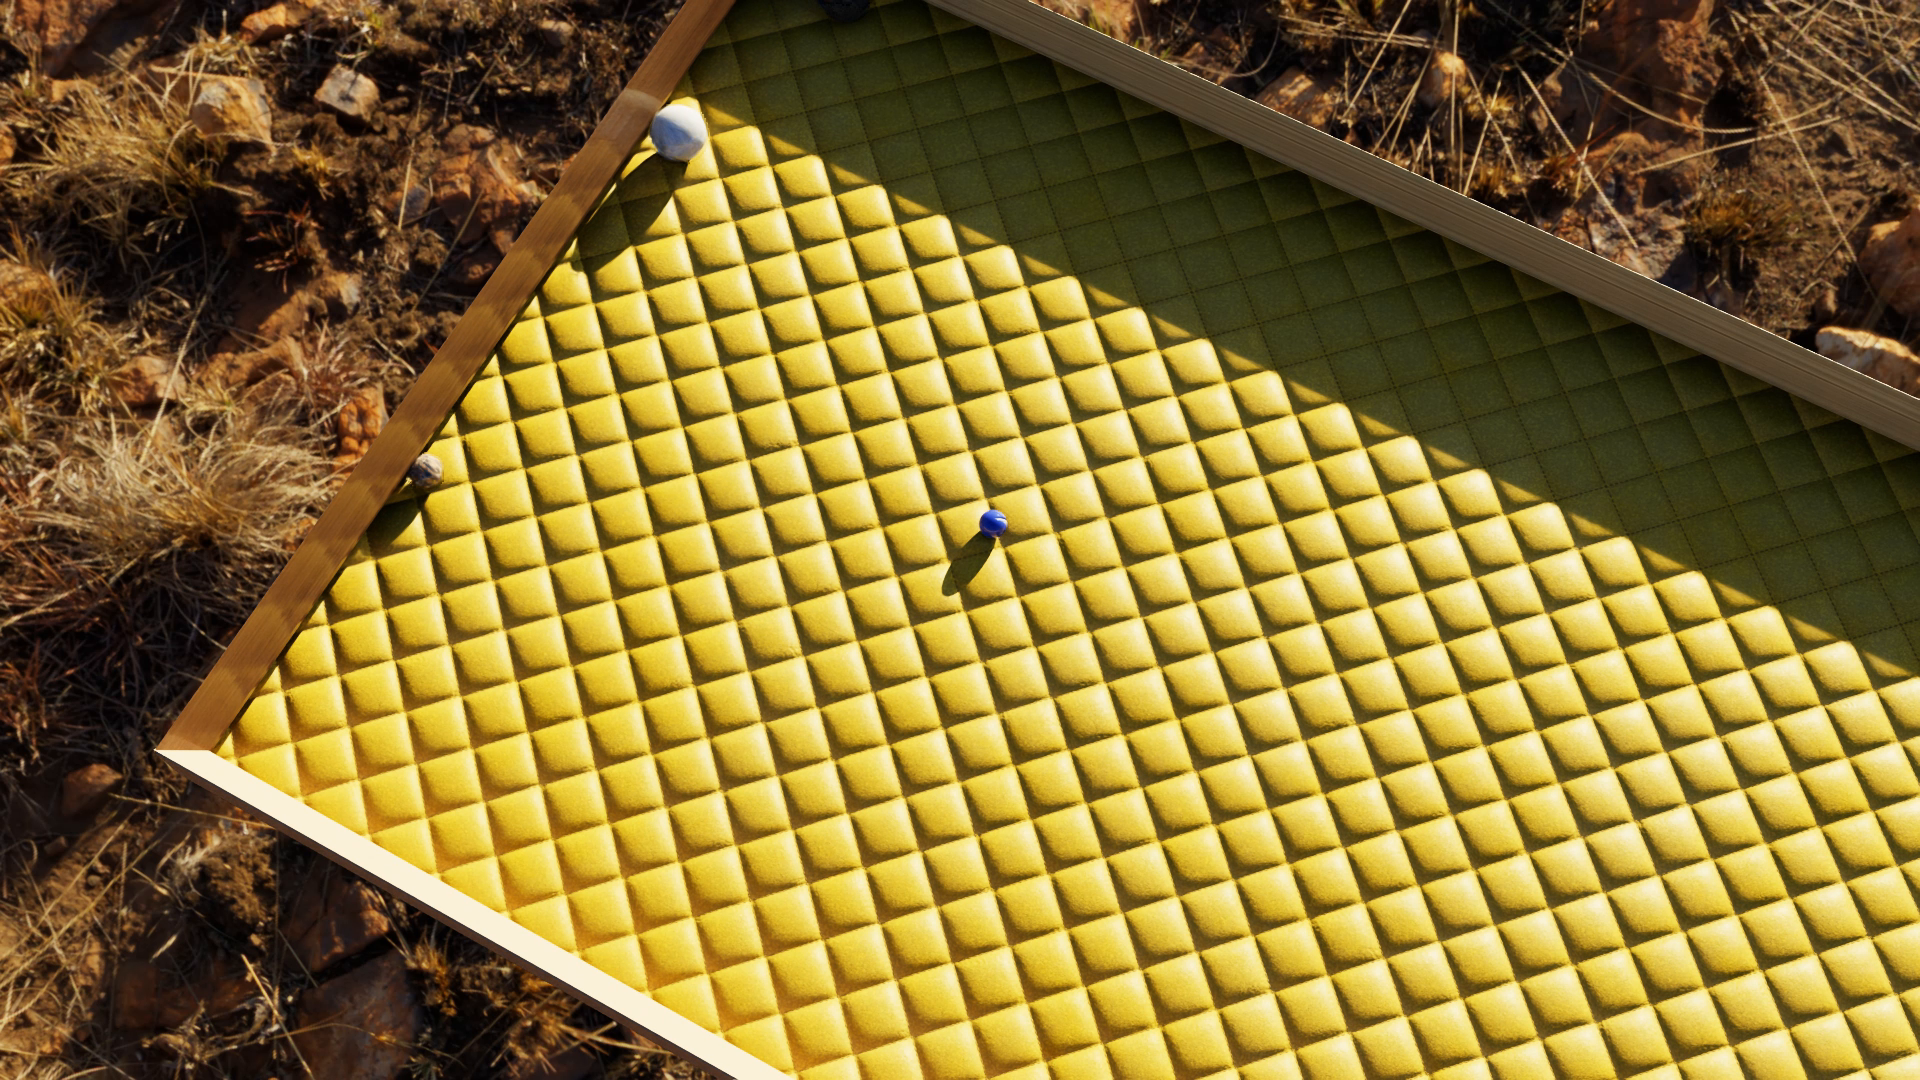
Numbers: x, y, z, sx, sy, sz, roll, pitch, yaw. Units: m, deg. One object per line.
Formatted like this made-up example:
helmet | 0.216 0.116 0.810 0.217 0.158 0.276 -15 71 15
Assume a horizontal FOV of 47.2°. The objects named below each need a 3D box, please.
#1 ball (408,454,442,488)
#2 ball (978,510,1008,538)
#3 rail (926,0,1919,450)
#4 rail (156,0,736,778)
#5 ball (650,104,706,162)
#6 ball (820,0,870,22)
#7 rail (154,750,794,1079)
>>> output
ball | -0.864 -0.112 3.552 0.055 0.055 0.055 0 68 0
ball | 0.053 -0.026 3.521 0.046 0.046 0.046 0 68 0
rail | 1.189 -0.343 3.608 3.495 0.126 0.045 27 70 10
rail | -0.747 -0.387 3.626 0.045 0.126 1.811 27 70 10
ball | -0.483 -0.697 3.771 0.097 0.097 0.097 0 68 0
ball | -0.205 -0.961 3.883 0.090 0.090 0.090 0 68 0
rail | 0.348 1.089 3.017 3.495 0.126 0.045 27 70 10
